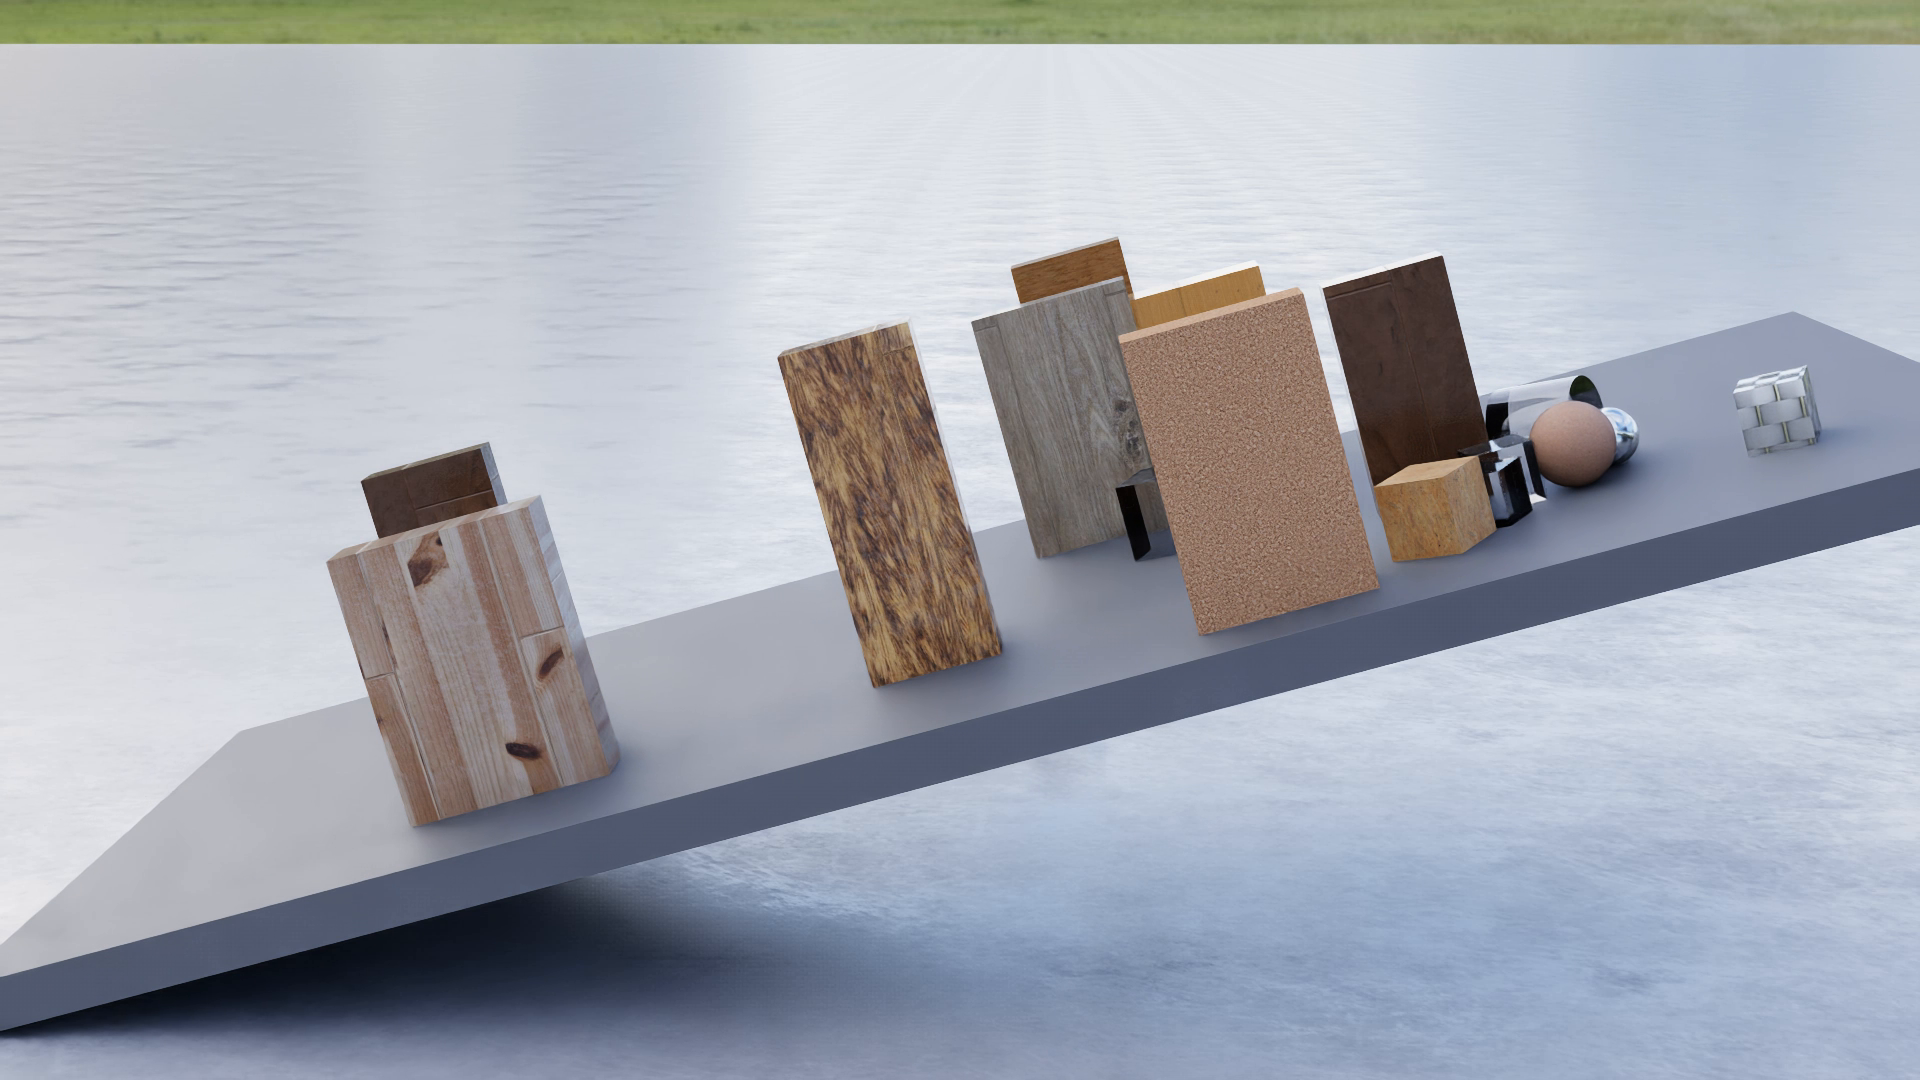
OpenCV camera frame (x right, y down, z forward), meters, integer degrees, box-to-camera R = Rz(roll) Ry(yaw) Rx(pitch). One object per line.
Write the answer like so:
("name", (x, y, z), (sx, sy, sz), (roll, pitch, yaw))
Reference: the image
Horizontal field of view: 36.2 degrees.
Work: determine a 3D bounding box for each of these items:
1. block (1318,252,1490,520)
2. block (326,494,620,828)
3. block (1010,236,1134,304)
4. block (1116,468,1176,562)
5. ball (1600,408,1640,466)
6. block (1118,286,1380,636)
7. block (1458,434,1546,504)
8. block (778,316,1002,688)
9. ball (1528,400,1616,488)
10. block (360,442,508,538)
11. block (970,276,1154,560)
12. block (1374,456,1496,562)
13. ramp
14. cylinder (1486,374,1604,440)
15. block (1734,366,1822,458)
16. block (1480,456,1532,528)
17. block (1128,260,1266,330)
("block", (0.924, -0.316, 6.047), (0.251, 0.498, 0.099), (-15, 9, 4))
("block", (-0.950, 0.237, 5.772), (0.410, 0.549, 0.142), (-15, 9, 4))
("block", (0.333, -0.388, 7.056), (0.266, 0.624, 0.093), (-15, 9, 4))
("block", (0.463, -0.068, 6.378), (0.168, 0.168, 0.168), (-11, 10, 26))
("ball", (1.313, -0.209, 5.945), (0.119, 0.119, 0.119), (0, 10, 0))
("block", (0.538, -0.147, 5.490), (0.346, 0.568, 0.129), (-15, 9, 4))
("block", (1.079, -0.130, 5.864), (0.122, 0.122, 0.122), (-16, 9, -3))
("block", (-0.135, -0.075, 5.829), (0.264, 0.683, 0.119), (-15, 9, 4))
("ball", (1.216, -0.191, 5.839), (0.172, 0.172, 0.172), (0, 10, 0))
("block", (-1.062, 0.128, 6.356), (0.269, 0.625, 0.099), (-15, 9, 4))
("block", (0.273, -0.278, 6.699), (0.357, 0.564, 0.086), (-15, 9, 4))
("block", (0.912, -0.060, 5.642), (0.151, 0.151, 0.151), (-8, 12, 38))
("ramp", (0.084, 0.189, 6.326), (4.000, 0.100, 2.000), (-15, 9, 4))
("cylinder", (1.210, -0.235, 6.068), (0.184, 0.184, 0.184), (-9, 3, 36))
("block", (1.585, -0.250, 5.699), (0.130, 0.130, 0.130), (-12, 10, 23))
("block", (1.032, -0.088, 5.731), (0.110, 0.110, 0.110), (-9, 12, 36))
("block", (0.555, -0.335, 6.722), (0.386, 0.513, 0.147), (-15, 9, 4))
